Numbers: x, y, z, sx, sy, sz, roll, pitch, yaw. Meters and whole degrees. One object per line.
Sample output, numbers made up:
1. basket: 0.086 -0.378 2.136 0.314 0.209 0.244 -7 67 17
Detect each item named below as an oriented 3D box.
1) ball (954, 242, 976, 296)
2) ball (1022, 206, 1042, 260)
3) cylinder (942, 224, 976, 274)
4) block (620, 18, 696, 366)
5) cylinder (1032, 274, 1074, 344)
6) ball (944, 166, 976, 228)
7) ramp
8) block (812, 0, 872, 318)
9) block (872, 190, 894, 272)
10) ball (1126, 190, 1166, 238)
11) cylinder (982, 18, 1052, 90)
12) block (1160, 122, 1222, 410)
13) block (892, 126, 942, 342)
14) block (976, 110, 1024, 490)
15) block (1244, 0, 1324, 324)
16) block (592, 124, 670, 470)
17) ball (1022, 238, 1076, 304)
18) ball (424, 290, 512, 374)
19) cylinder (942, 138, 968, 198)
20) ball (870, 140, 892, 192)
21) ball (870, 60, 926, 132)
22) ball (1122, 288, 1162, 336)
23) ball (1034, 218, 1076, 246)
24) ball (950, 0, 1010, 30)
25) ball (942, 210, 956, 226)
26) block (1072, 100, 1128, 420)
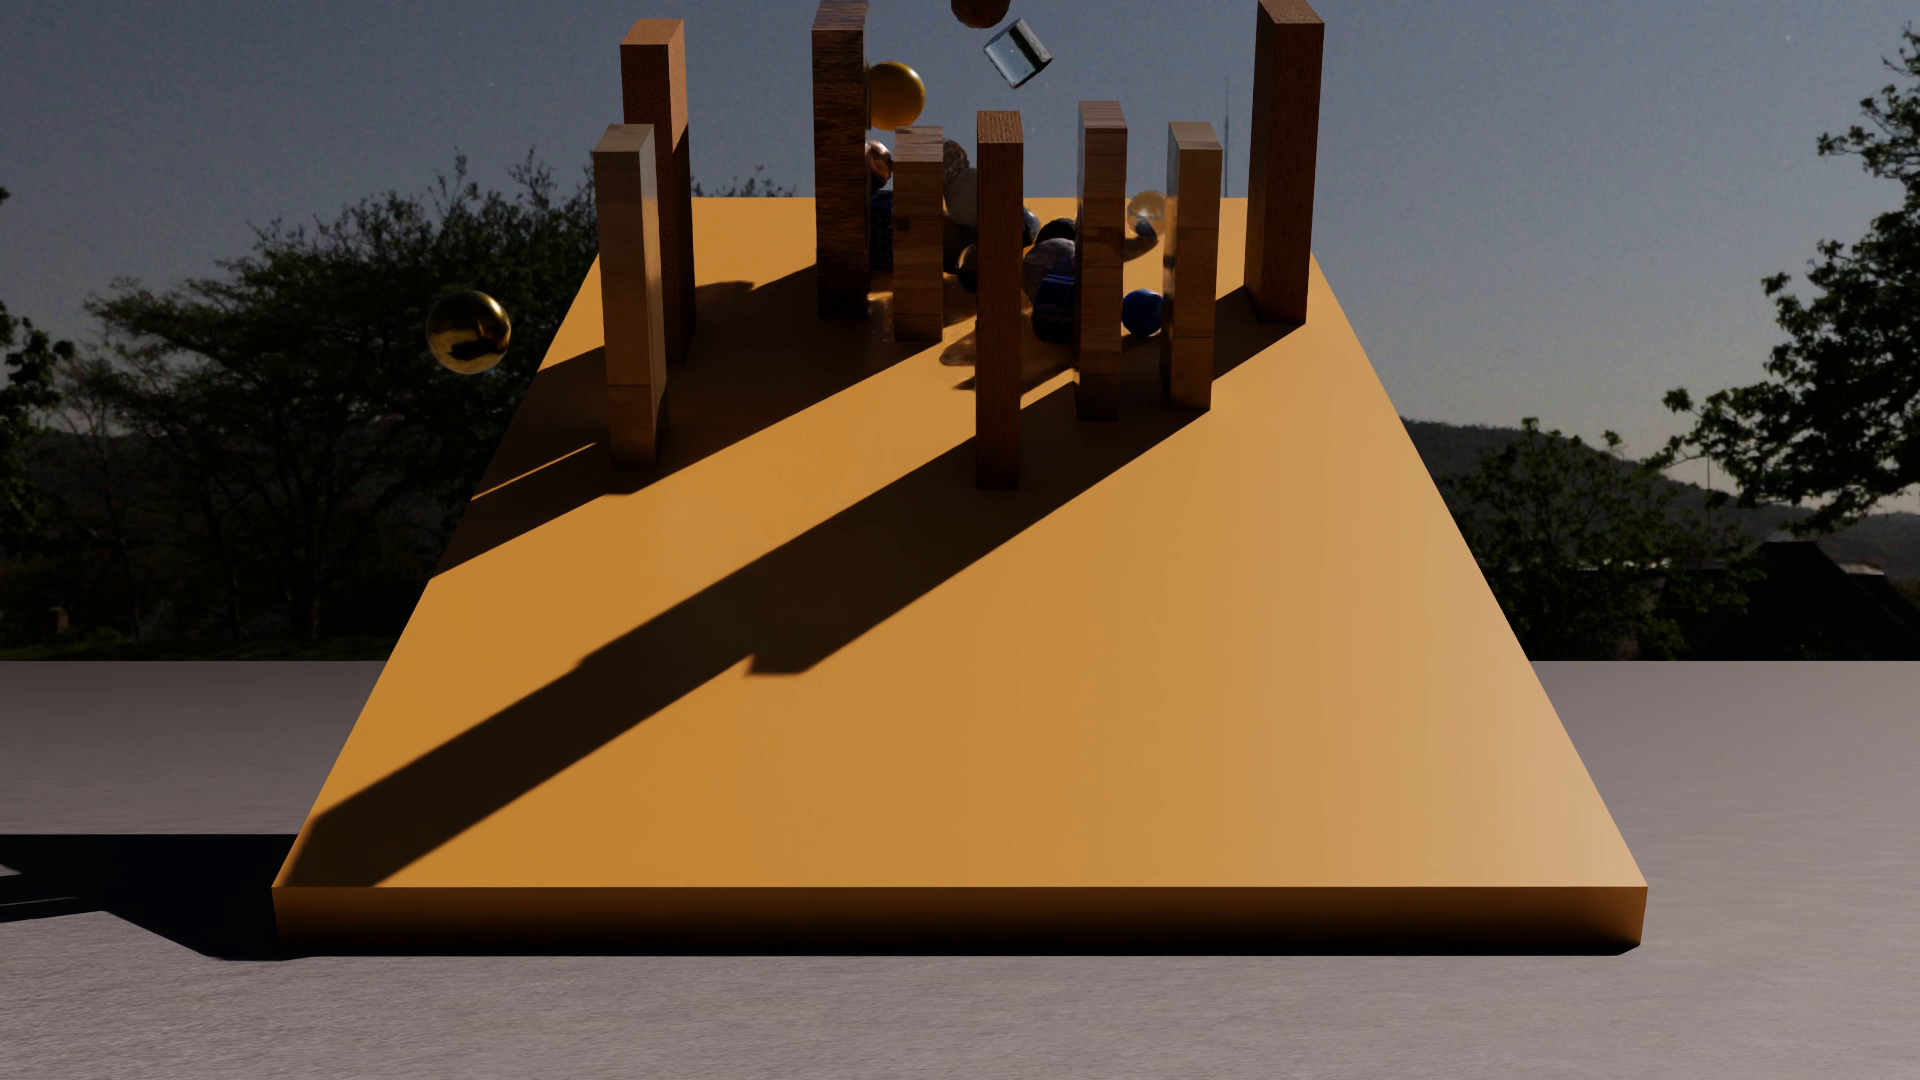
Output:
1. ball: 0.060 -0.709 6.053 0.147 0.147 0.147 0 -3 0
2. ball: 0.149 -0.842 6.352 0.159 0.159 0.159 0 -3 0
3. cylinder: 0.017 -0.770 6.172 0.130 0.130 0.130 7 -6 -33
4. block: -0.720 -0.836 5.548 0.109 0.768 0.328 0 23 0
5. cylinder: 0.287 -0.562 5.682 0.163 0.163 0.163 12 3 27
6. ball: 0.046 -0.924 6.251 0.173 0.173 0.173 0 -3 0
7. ramp: -0.007 -0.224 5.216 2.000 0.100 4.000 0 23 0
8. block: -0.300 -0.990 5.964 0.125 0.731 0.447 0 23 0
9. block: -0.246 -0.858 6.364 0.178 0.178 0.178 6 24 15
10. ball: 0.544 -0.930 6.593 0.137 0.137 0.137 0 -3 0
11. cylinder: 0.167 -1.415 6.714 0.147 0.147 0.147 -36 15 11
12. block: 0.524 -0.627 5.272 0.093 0.601 0.277 0 23 0
13. block: -0.104 -0.776 5.815 0.119 0.453 0.388 0 23 0
14. block: 0.079 -0.498 4.797 0.088 0.729 0.294 0 23 0
15. block: 0.820 -0.966 5.879 0.119 0.756 0.343 0 23 0
16. block: -0.693 -0.514 4.887 0.093 0.685 0.252 0 23 0
17. ball: 0.249 -0.679 5.922 0.191 0.191 0.191 0 -3 0
18. ball: -1.181 -0.500 5.545 0.205 0.205 0.205 0 -3 0
19. cylinder: -0.080 -1.051 6.475 0.162 0.162 0.162 1 15 -23
20. ball: -0.259 -1.031 6.356 0.148 0.148 0.148 0 -3 0
21. ball: -0.198 -1.274 6.627 0.199 0.199 0.199 0 -3 0
22. ball: 0.457 -0.567 5.753 0.117 0.117 0.117 0 -3 0
23. ball: 0.281 -0.788 6.227 0.158 0.158 0.158 0 -3 0
24. ball: 0.057 -1.552 6.613 0.173 0.173 0.173 0 -3 0
25. ball: -0.045 -0.842 6.379 0.138 0.138 0.138 0 -3 0
26. block: 0.312 -0.629 5.193 0.091 0.664 0.280 0 23 0
